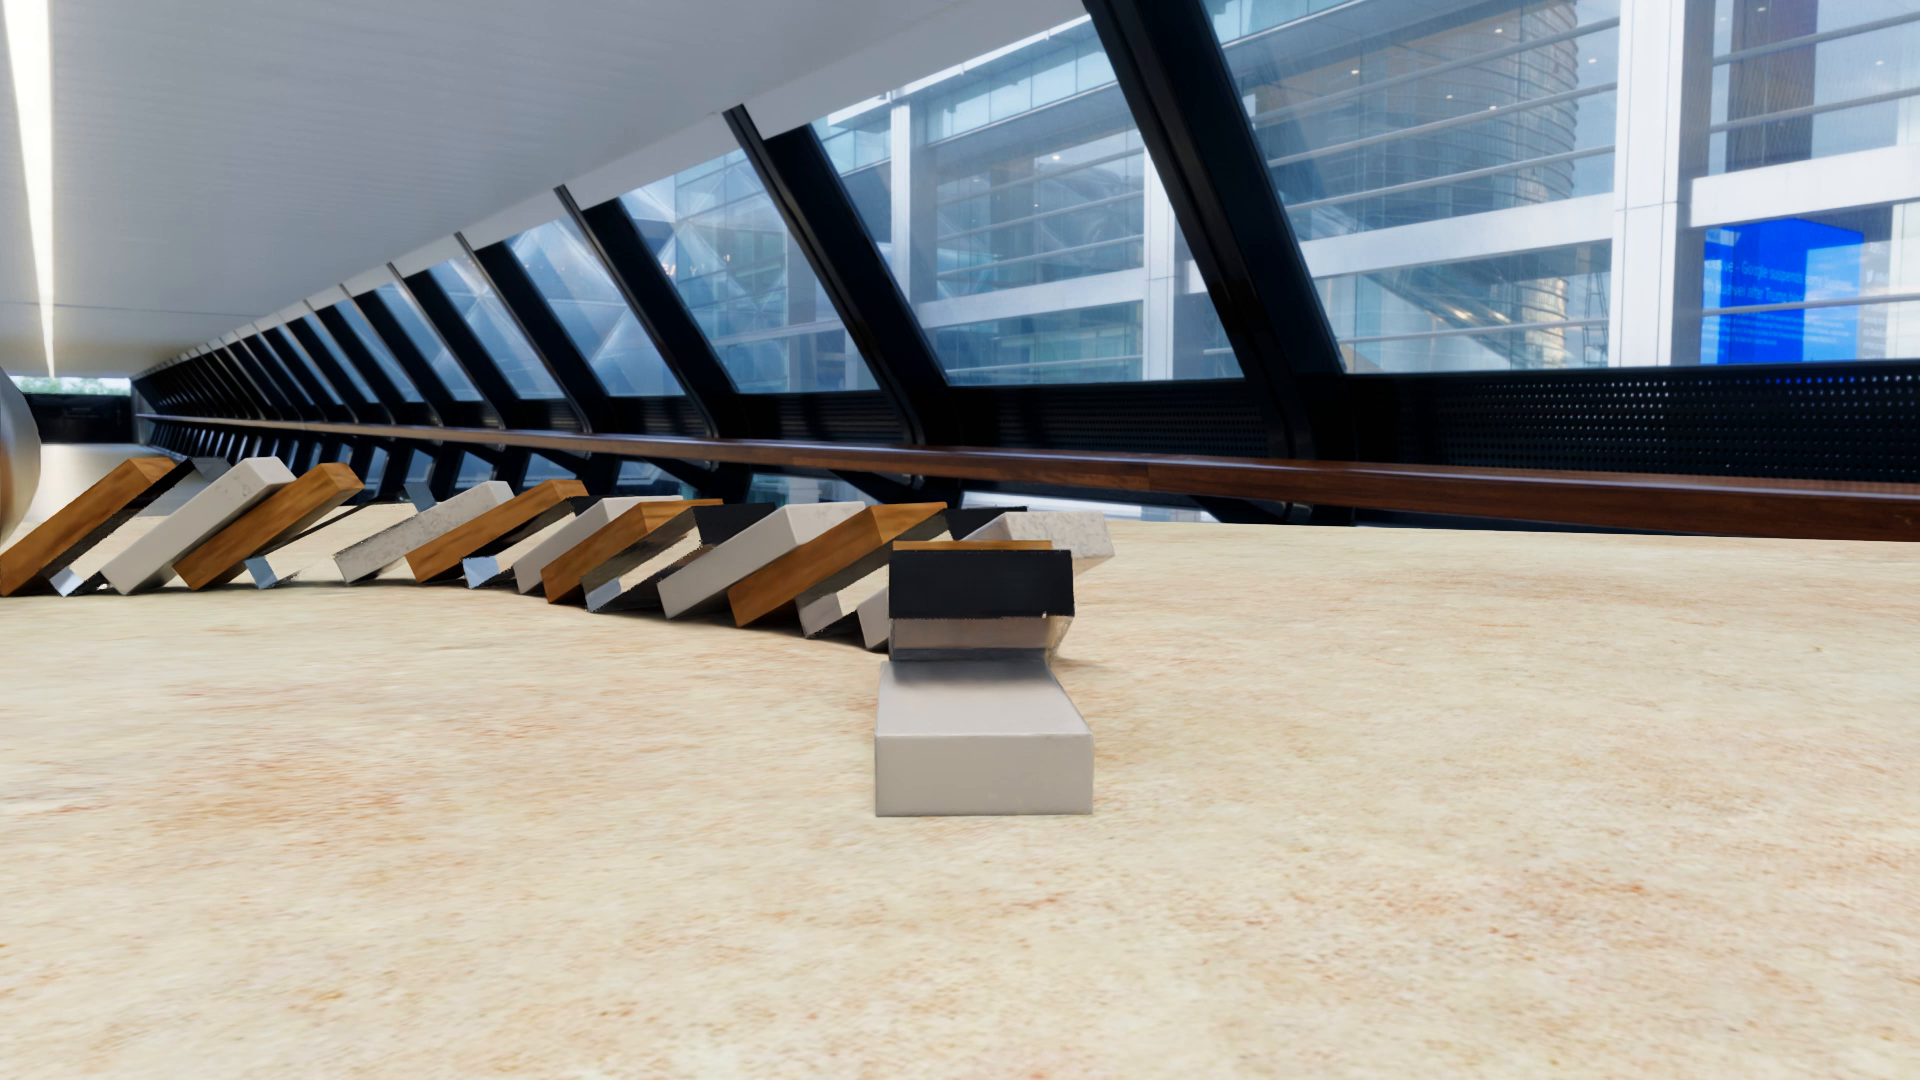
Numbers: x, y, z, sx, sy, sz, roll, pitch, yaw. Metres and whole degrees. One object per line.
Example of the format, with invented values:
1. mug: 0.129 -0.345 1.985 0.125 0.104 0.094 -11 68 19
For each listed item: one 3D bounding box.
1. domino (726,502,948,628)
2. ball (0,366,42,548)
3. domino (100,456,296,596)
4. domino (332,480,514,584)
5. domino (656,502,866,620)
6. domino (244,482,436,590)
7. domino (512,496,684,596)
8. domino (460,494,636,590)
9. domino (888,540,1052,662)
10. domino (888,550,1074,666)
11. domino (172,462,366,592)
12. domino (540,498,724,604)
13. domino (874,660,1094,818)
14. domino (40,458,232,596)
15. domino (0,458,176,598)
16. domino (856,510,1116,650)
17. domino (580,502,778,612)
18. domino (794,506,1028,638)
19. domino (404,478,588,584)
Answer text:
1. domino: -0.027 0.006 0.291 0.050 0.009 0.025 -28 -14 37
2. ball: -0.303 -0.024 0.355 0.080 0.080 0.080 0 4 0
3. domino: -0.219 -0.005 0.372 0.050 0.009 0.025 -39 9 -4
4. domino: -0.163 -0.003 0.395 0.050 0.009 0.025 -27 5 -5
5. domino: -0.047 0.005 0.305 0.050 0.009 0.025 -27 -14 37
6. domino: -0.187 -0.002 0.390 0.050 0.009 0.025 -27 8 -6
7. domino: -0.100 0.002 0.356 0.050 0.009 0.025 -27 -14 39
8. domino: -0.119 0.000 0.375 0.050 0.009 0.025 -24 -9 30
9. domino: 0.000 0.012 0.224 0.025 0.010 0.050 0 -17 -4
10. domino: 0.002 0.014 0.197 0.025 0.009 0.050 0 -18 -3
11. domino: -0.205 -0.005 0.382 0.050 0.009 0.025 -36 9 -5
12. domino: -0.085 0.003 0.336 0.050 0.009 0.025 -27 -14 39
13. domino: 0.002 0.025 0.171 0.025 0.010 0.050 0 4 -3
14. domino: -0.235 -0.004 0.370 0.050 0.010 0.025 -39 9 -5
15. domino: -0.250 -0.004 0.368 0.050 0.009 0.025 -39 9 -5
16. domino: 0.004 0.008 0.254 0.025 0.009 0.050 -2 -20 -40
17. domino: -0.069 0.005 0.318 0.050 0.010 0.025 -26 -14 39
18. domino: -0.010 0.007 0.274 0.025 0.010 0.050 -4 -19 -47
19. domino: -0.140 -0.003 0.391 0.050 0.009 0.025 -27 0 5
